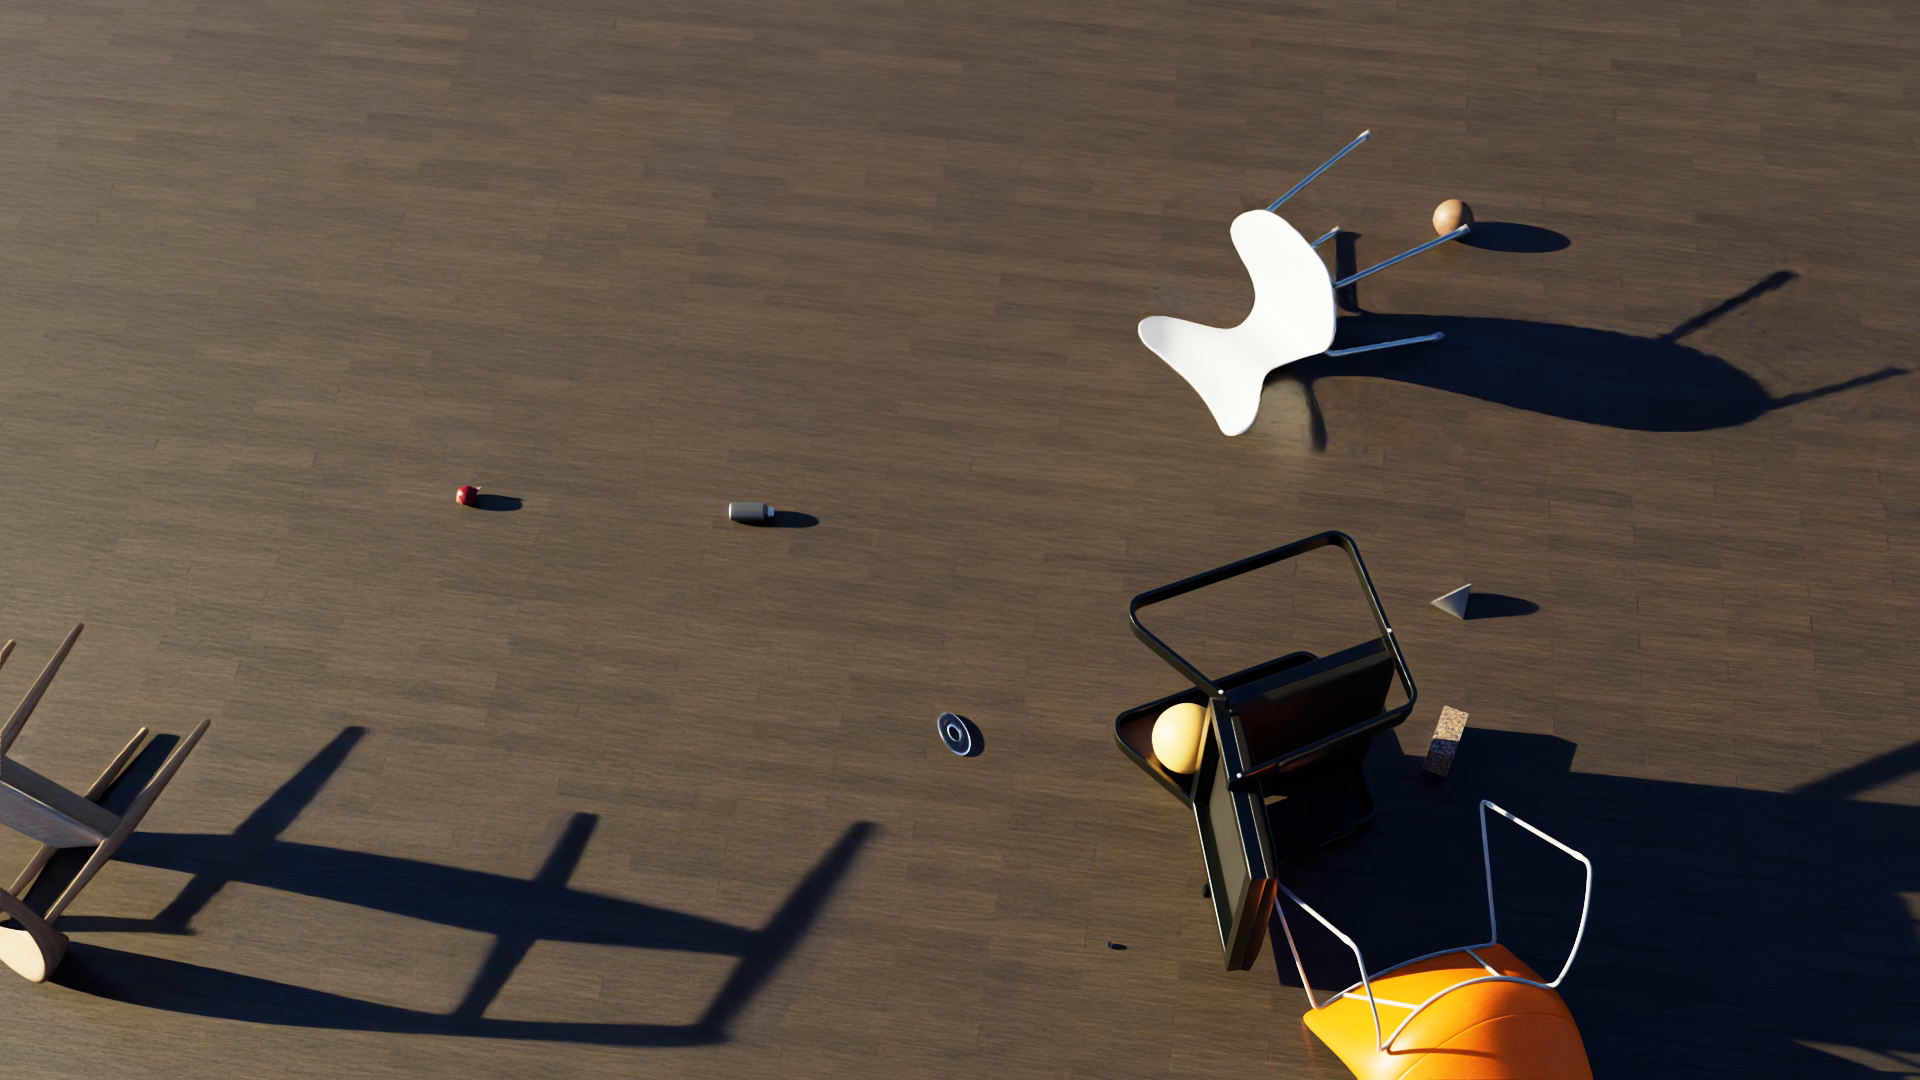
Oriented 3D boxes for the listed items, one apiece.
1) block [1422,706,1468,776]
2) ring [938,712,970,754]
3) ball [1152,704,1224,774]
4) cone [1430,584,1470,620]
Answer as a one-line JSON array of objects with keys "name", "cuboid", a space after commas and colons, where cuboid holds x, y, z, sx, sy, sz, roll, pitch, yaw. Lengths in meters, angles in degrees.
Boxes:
[{"name": "block", "cuboid": [1.353, 0.561, 6.132, 0.069, 0.109, 0.154, 20, 58, 13]}, {"name": "ring", "cuboid": [-0.017, 0.545, 6.197, 0.075, 0.018, 0.148, -22, 59, -13]}, {"name": "ball", "cuboid": [0.631, 0.550, 6.086, 0.197, 0.197, 0.197, 0, 56, 0]}, {"name": "cone", "cuboid": [1.450, 0.196, 6.419, 0.135, 0.085, 0.086, -25, 87, -6]}]
